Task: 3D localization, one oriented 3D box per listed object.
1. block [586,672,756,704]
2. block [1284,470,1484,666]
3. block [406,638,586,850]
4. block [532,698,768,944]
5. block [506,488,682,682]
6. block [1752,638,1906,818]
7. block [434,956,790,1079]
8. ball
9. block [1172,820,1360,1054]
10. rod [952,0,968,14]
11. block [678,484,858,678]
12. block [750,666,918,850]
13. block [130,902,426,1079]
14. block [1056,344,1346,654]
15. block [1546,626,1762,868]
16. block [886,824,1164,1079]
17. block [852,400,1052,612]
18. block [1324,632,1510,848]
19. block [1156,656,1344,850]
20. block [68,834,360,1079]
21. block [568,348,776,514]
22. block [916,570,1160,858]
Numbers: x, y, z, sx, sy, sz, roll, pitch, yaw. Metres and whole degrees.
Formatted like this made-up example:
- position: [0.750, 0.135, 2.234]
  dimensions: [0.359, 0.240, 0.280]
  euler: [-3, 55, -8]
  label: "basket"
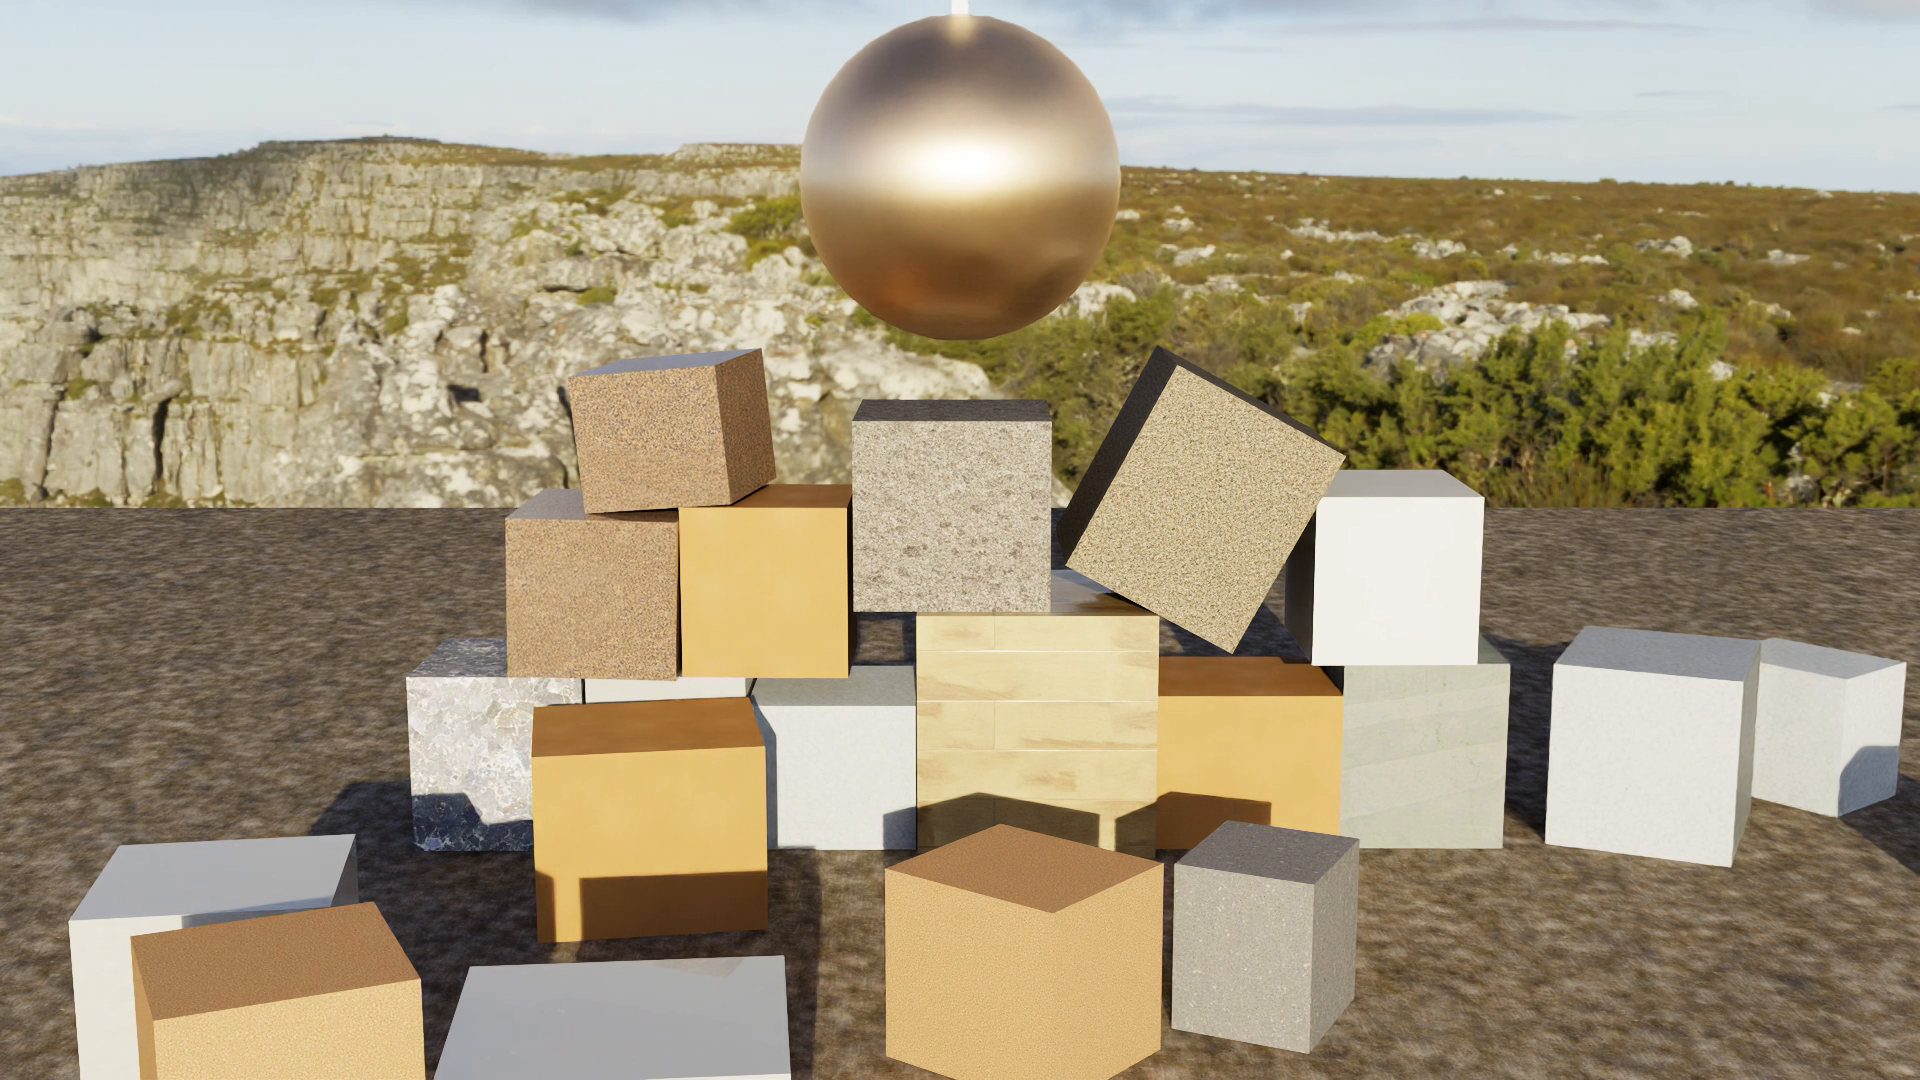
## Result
- position: [-1.464, 1.045, 11.370]
  dimensions: [0.793, 0.877, 0.772]
  euler: [0, 10, 0]
  label: "block"
- position: [2.142, 0.124, 11.224]
  dimensions: [0.815, 0.838, 0.912]
  euler: [0, 10, 0]
  label: "block"
- position: [-2.301, 1.040, 11.354]
  dimensions: [0.861, 0.892, 0.865]
  euler: [0, 10, 0]
  label: "block"
- position: [-1.445, 1.273, 10.181]
  dimensions: [1.021, 0.852, 0.883]
  euler: [-2, 10, -10]
  label: "block"
- position: [-1.796, 0.211, 11.214]
  dimensions: [0.832, 0.792, 0.935]
  euler: [2, 10, 1]
  label: "block"
- position: [4.596, 1.003, 11.973]
  dimensions: [0.614, 0.744, 0.774]
  euler: [-8, 13, -39]
  label: "block"
- position: [-1.031, 1.882, 6.762]
  dimensions: [1.009, 0.878, 0.931]
  euler: [-1, 10, -6]
  label: "block"
- position: [0.000, -1.790, 10.914]
  dimensions: [1.600, 1.600, 1.600]
  euler: [0, 10, 0]
  label: "ball"
- position: [1.242, 1.589, 8.902]
  dimensions: [0.569, 0.689, 0.632]
  euler: [5, 11, 26]
  label: "block"
- position: [0.000, -5.130, 10.273]
  dimensions: [0.080, 5.200, 0.080]
  euler: [0, 11, 0]
  label: "rod"
- position: [-0.959, 0.195, 11.205]
  dimensions: [0.822, 0.854, 0.759]
  euler: [0, 10, 1]
  label: "block"
- position: [-0.639, 1.112, 11.382]
  dimensions: [0.836, 0.740, 0.850]
  euler: [0, 10, 0]
  label: "block"
- position: [-2.196, 1.791, 7.097]
  dimensions: [0.784, 0.937, 0.779]
  euler: [-5, 11, -25]
  label: "block"
- position: [1.180, -0.234, 11.120]
  dimensions: [0.929, 1.106, 1.044]
  euler: [28, 9, -5]
  label: "block"
- position: [3.572, 1.030, 11.301]
  dimensions: [0.895, 0.931, 0.983]
  euler: [5, 11, 24]
  label: "block"
- position: [0.249, 1.624, 8.506]
  dimensions: [0.795, 0.760, 0.720]
  euler: [8, 13, 38]
  label: "block"
- position: [-0.034, -0.192, 11.137]
  dimensions: [0.963, 0.938, 0.916]
  euler: [0, 10, 1]
  label: "block"
- position: [2.316, 1.006, 11.374]
  dimensions: [0.820, 0.952, 0.834]
  euler: [0, 10, 0]
  label: "block"
- position: [1.439, 1.087, 11.382]
  dimensions: [0.925, 0.789, 0.850]
  euler: [0, 10, 0]
  label: "block"
- position: [-2.739, 1.645, 8.218]
  dimensions: [0.883, 0.823, 0.845]
  euler: [-2, 10, -9]
  label: "block"
- position: [-1.437, -0.560, 11.097]
  dimensions: [0.759, 0.680, 0.773]
  euler: [-3, 10, 13]
  label: "block"
- position: [0.378, 0.869, 11.352]
  dimensions: [1.177, 1.228, 1.171]
  euler: [0, 10, 0]
  label: "block"
